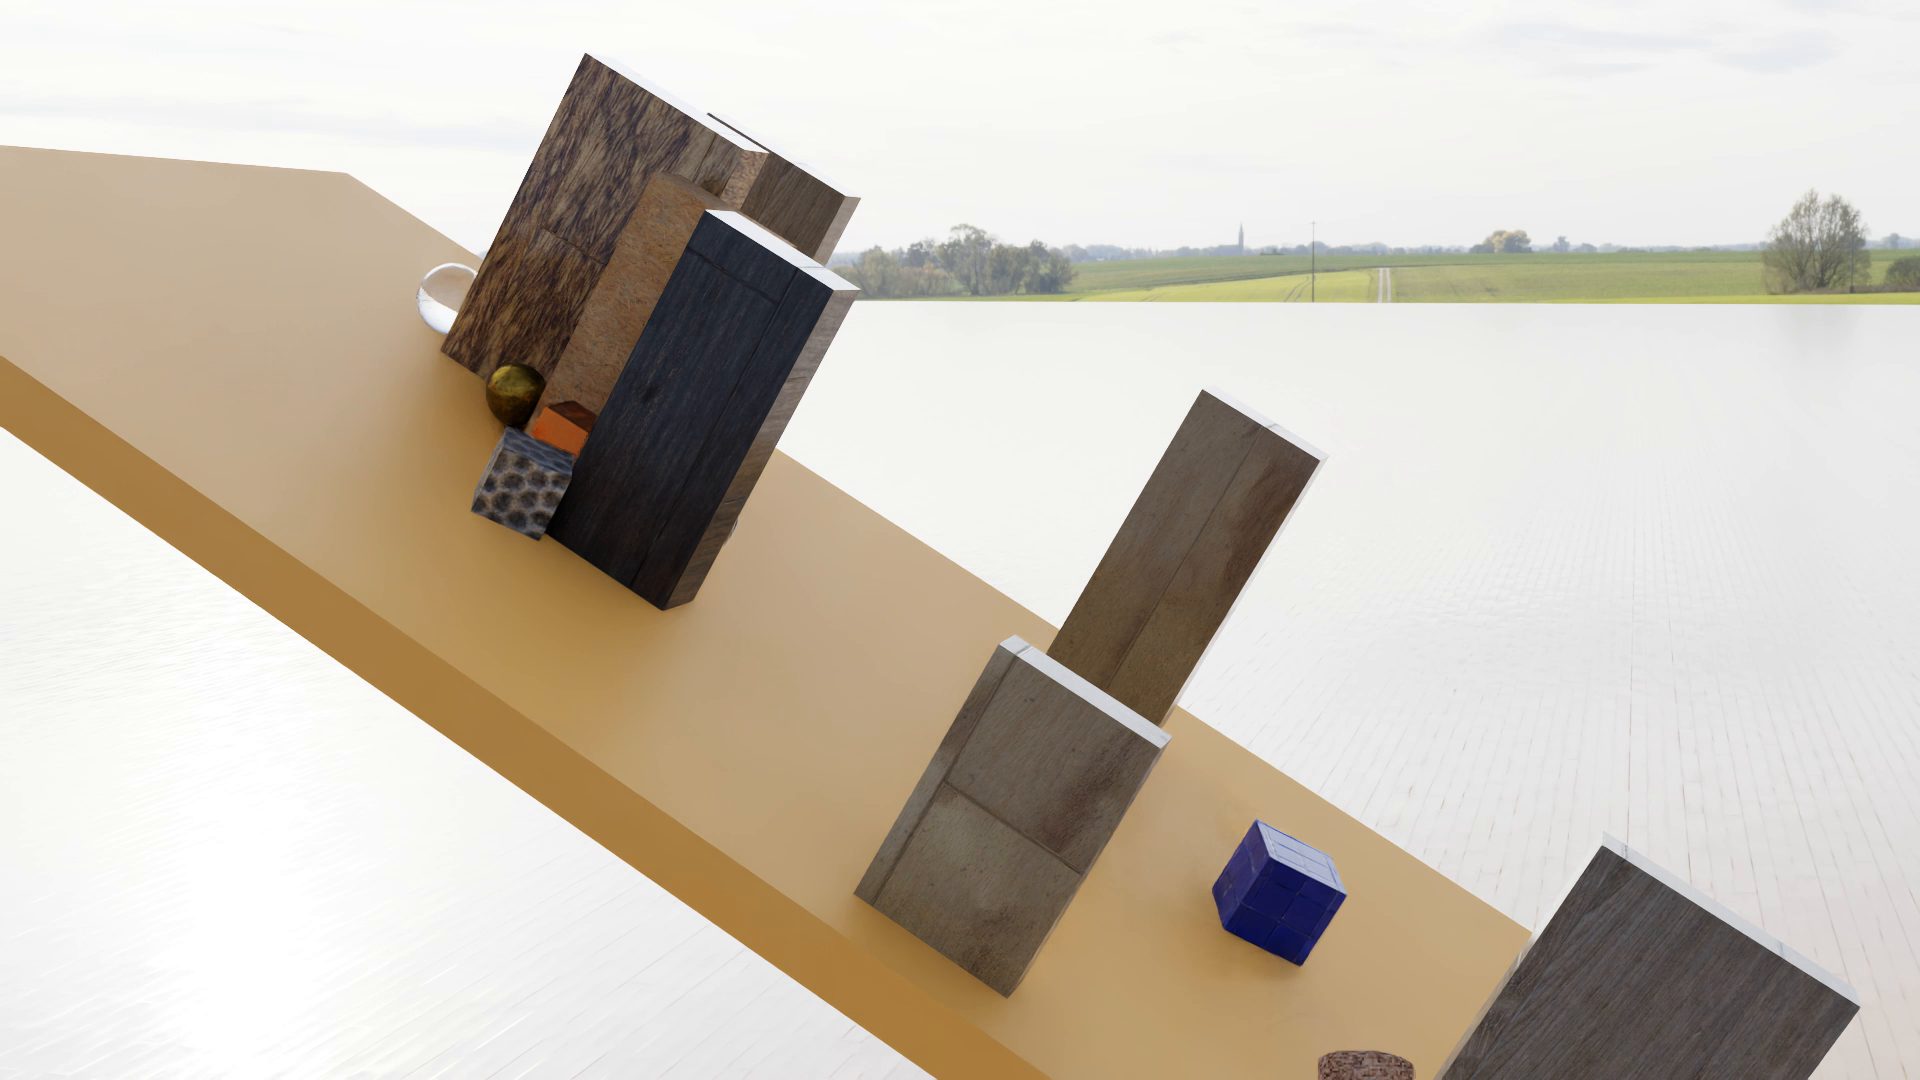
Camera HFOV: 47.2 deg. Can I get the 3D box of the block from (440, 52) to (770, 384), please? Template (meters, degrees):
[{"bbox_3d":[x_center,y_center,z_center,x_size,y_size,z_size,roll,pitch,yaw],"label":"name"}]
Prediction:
[{"bbox_3d":[-0.730,-0.585,4.485,0.393,0.689,0.128,33,15,11],"label":"block"}]

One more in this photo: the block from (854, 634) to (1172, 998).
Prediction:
[{"bbox_3d":[0.074,0.401,3.195,0.273,0.443,0.084,33,15,11],"label":"block"}]

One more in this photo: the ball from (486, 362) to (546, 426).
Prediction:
[{"bbox_3d":[-0.874,-0.289,4.343,0.123,0.123,0.123,0,7,0],"label":"ball"}]

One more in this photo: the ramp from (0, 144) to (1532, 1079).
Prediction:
[{"bbox_3d":[-0.183,0.301,4.127,4.000,0.100,2.000,33,15,11],"label":"ramp"}]

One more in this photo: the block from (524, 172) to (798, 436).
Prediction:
[{"bbox_3d":[-0.588,-0.382,4.272,0.280,0.591,0.121,33,15,11],"label":"block"}]

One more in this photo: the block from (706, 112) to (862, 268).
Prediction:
[{"bbox_3d":[-0.538,-0.575,4.907,0.371,0.645,0.103,33,15,11],"label":"block"}]

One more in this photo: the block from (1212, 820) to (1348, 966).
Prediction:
[{"bbox_3d":[0.570,0.631,3.941,0.159,0.159,0.159,27,15,-10],"label":"block"}]

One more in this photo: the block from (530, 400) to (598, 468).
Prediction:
[{"bbox_3d":[-0.739,-0.173,4.196,0.130,0.130,0.130,32,15,7],"label":"block"}]

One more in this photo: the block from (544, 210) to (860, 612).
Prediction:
[{"bbox_3d":[-0.460,-0.227,3.873,0.271,0.650,0.131,33,15,11],"label":"block"}]

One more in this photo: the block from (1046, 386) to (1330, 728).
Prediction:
[{"bbox_3d":[0.440,0.067,4.477,0.274,0.717,0.131,33,15,11],"label":"block"}]

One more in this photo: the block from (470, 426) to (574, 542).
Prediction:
[{"bbox_3d":[-0.773,-0.101,3.890,0.130,0.130,0.130,25,15,-16],"label":"block"}]

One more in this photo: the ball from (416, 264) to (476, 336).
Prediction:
[{"bbox_3d":[-1.071,-0.507,4.647,0.151,0.151,0.151,0,7,0],"label":"ball"}]

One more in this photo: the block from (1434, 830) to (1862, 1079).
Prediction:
[{"bbox_3d":[0.935,0.792,3.178,0.403,0.620,0.085,33,15,11],"label":"block"}]

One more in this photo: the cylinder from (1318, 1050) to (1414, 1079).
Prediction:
[{"bbox_3d":[0.588,0.832,3.197,0.140,0.140,0.140,6,-31,3],"label":"cylinder"}]

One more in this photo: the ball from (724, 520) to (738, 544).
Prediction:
[{"bbox_3d":[-0.509,-0.059,4.140,0.187,0.187,0.187,0,7,0],"label":"ball"}]
